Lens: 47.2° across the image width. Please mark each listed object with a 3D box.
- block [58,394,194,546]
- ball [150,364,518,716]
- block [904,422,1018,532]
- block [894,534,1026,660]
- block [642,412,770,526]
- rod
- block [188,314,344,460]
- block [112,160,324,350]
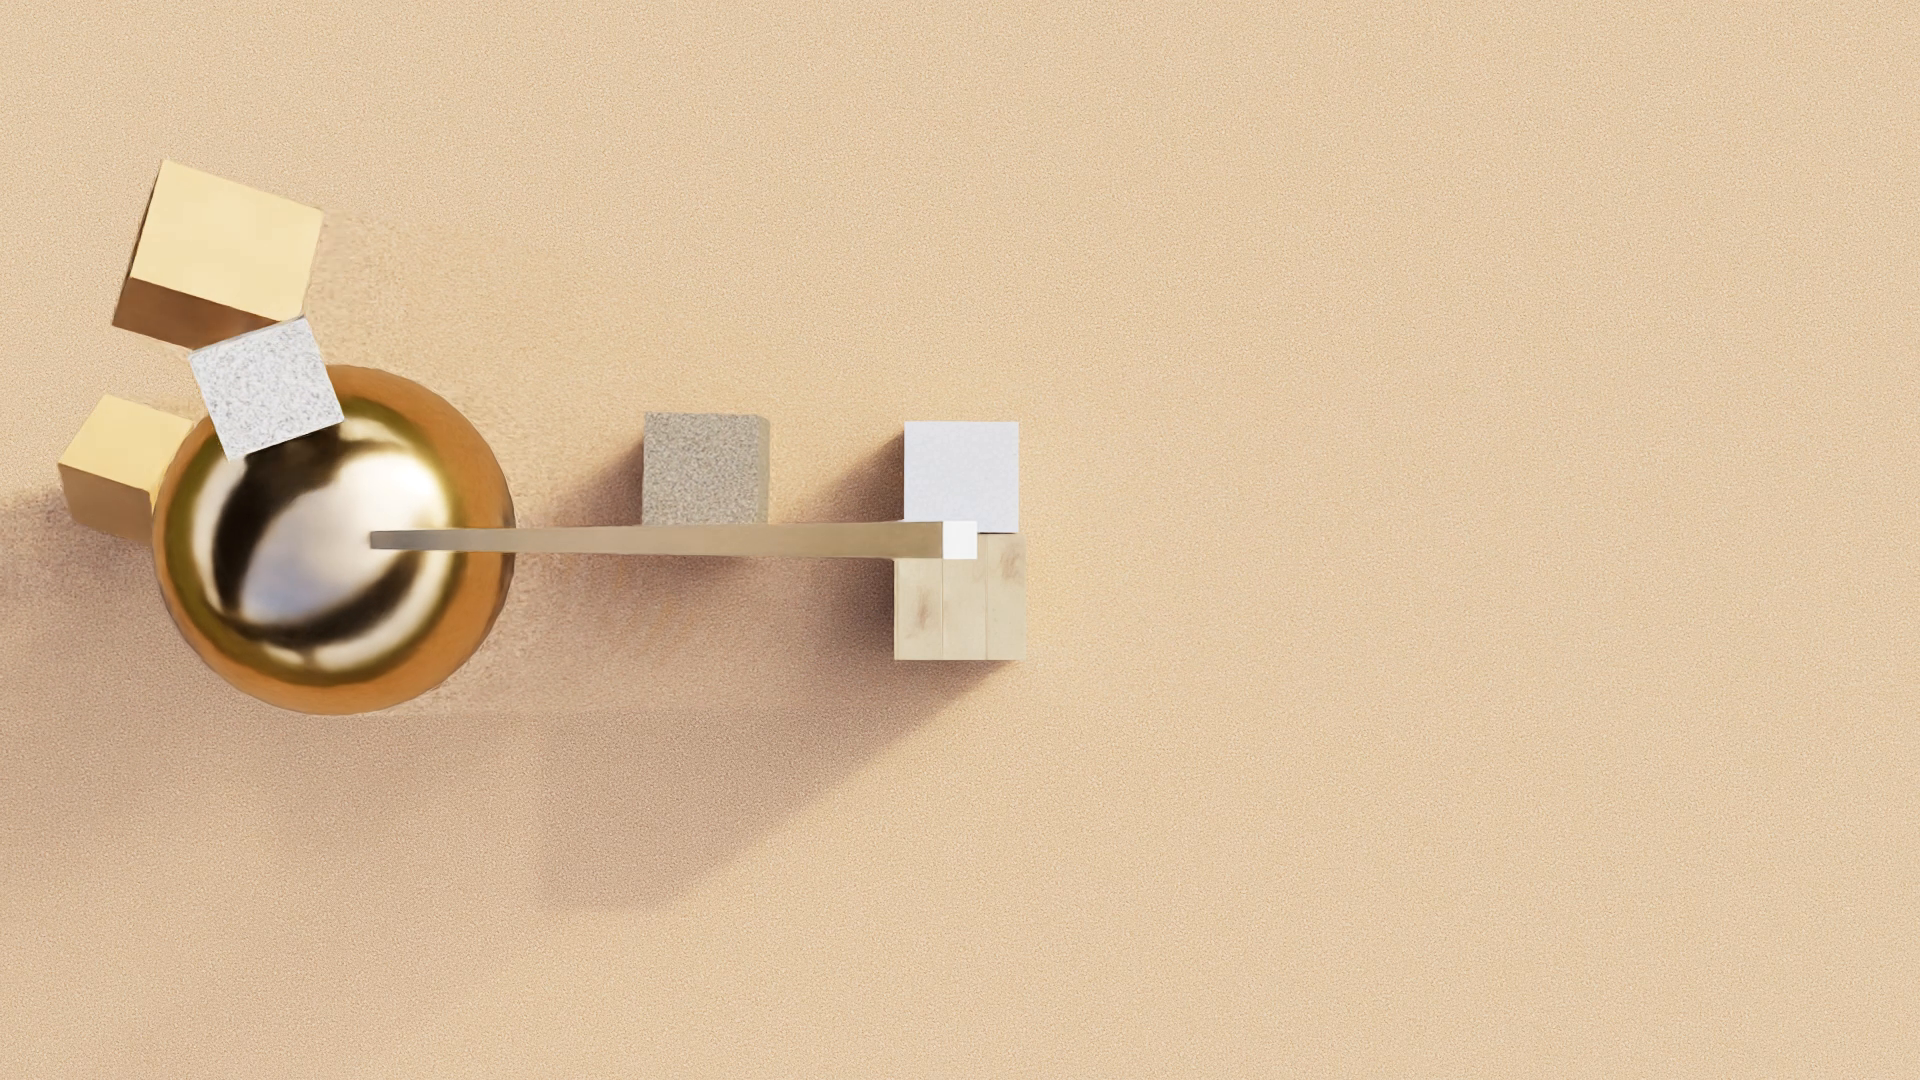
[{"bbox_3d":[-4.740,-0.392,12.609,0.535,0.551,0.539,18,53,2],"label":"block"},{"bbox_3d":[-2.824,0.000,9.986,1.600,1.600,1.600,0,90,0],"label":"ball"},{"bbox_3d":[0.009,-0.354,12.666,0.641,0.669,0.621,0,90,0],"label":"block"},{"bbox_3d":[0.002,0.320,12.674,0.740,0.652,0.704,0,90,0],"label":"block"},{"bbox_3d":[-1.447,-0.340,12.630,0.640,0.741,0.735,1,90,0],"label":"block"},{"bbox_3d":[-1.224,0.000,6.986,0.080,5.200,0.080,0,90,-28],"label":"rod"},{"bbox_3d":[-2.853,-0.637,9.059,0.483,0.475,0.440,-21,103,-14],"label":"block"},{"bbox_3d":[-3.508,-1.282,10.396,0.745,0.627,0.608,17,67,-23],"label":"block"}]
